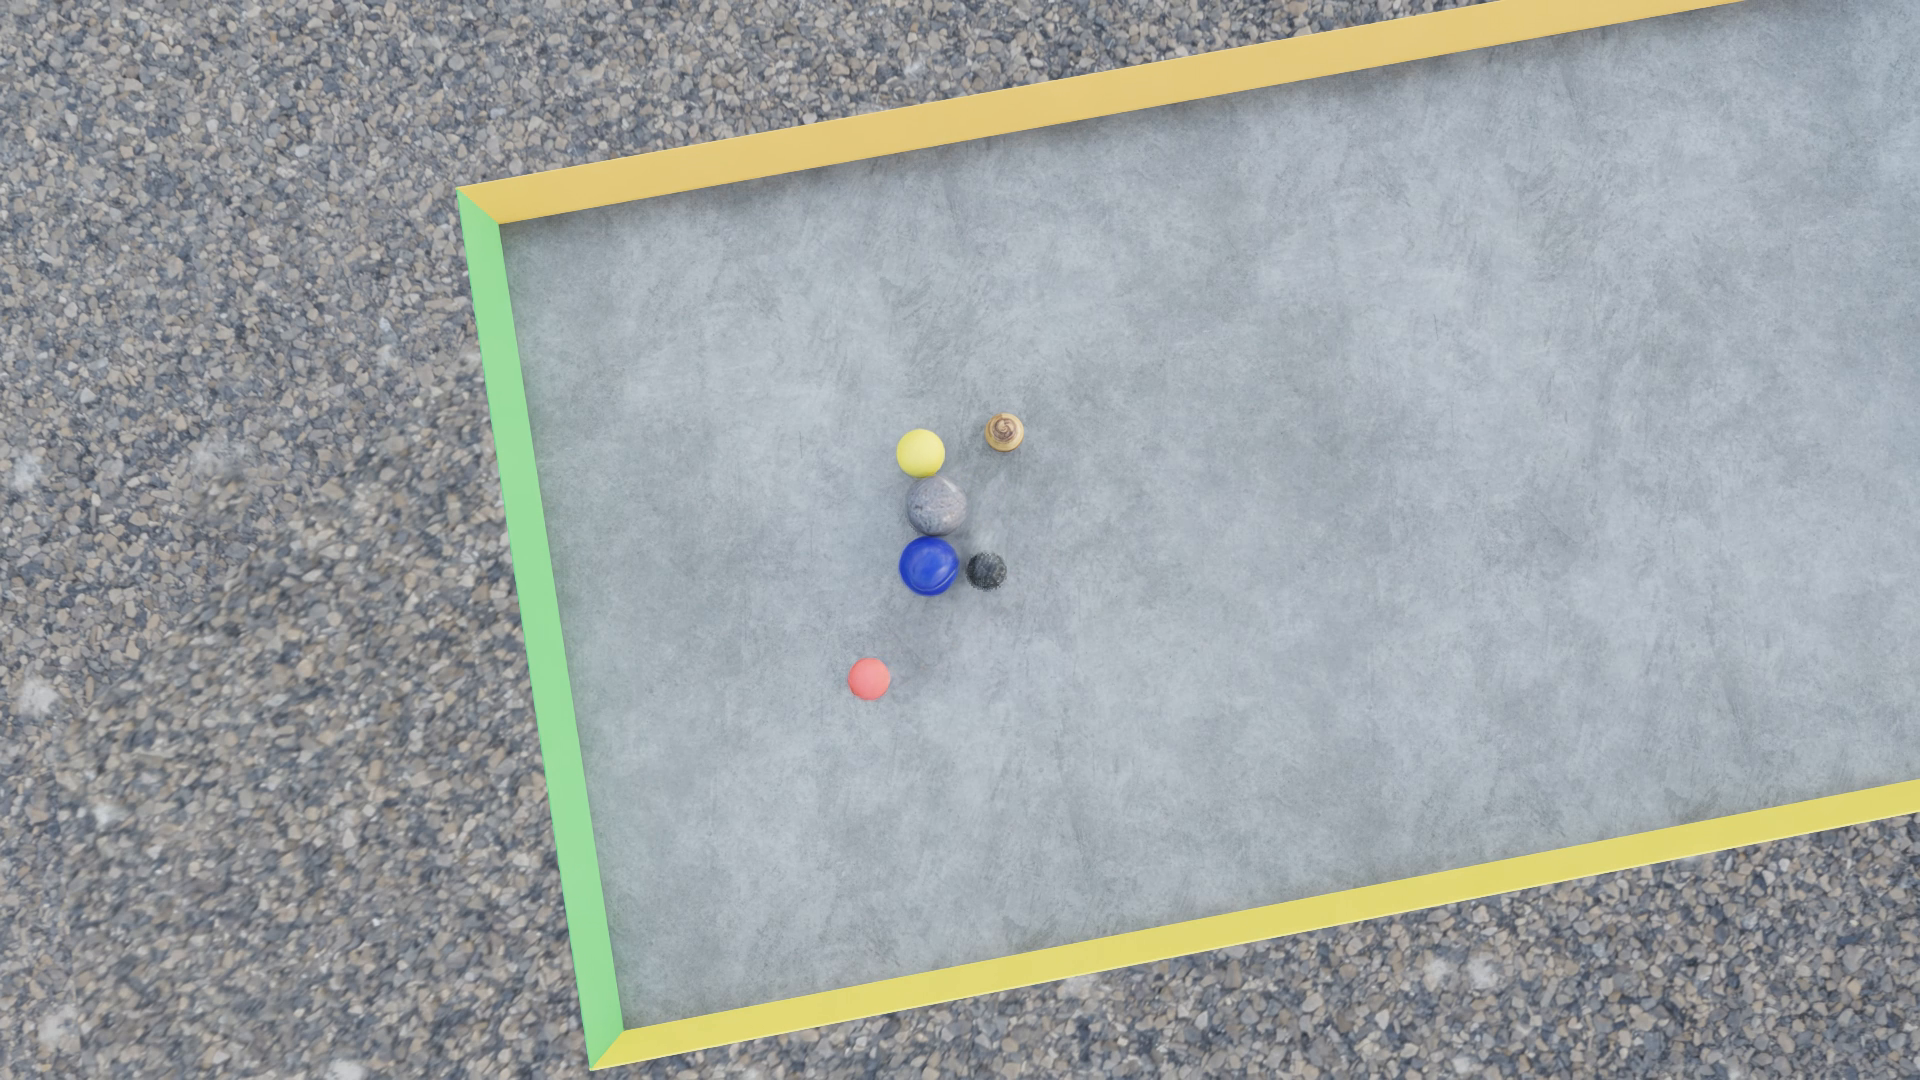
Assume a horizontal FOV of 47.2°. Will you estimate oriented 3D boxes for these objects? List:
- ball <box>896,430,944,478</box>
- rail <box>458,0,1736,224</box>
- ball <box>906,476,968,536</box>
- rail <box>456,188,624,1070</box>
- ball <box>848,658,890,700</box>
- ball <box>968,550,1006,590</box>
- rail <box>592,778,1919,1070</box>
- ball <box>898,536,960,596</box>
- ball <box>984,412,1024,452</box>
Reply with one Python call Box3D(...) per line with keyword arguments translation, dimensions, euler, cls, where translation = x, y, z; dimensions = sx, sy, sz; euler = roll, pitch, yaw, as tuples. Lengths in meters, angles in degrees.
Box3D(translation=(-0.060, -0.130, 3.330), dimensions=(0.074, 0.074, 0.074), euler=(0, 78, 0), cls="ball")
Box3D(translation=(0.520, -0.738, 3.433), dimensions=(2.605, 0.120, 0.045), euler=(-11, 78, -2), cls="rail")
Box3D(translation=(-0.035, -0.051, 3.304), dimensions=(0.092, 0.092, 0.092), euler=(0, 78, 0), cls="ball")
Box3D(translation=(-0.616, 0.110, 3.254), dimensions=(0.045, 0.120, 1.325), euler=(-11, 78, -2), cls="rail")
Box3D(translation=(-0.135, 0.206, 3.265), dimensions=(0.063, 0.063, 0.063), euler=(0, 78, 0), cls="ball")
Box3D(translation=(0.040, 0.045, 3.300), dimensions=(0.059, 0.059, 0.059), euler=(0, 78, 0), cls="ball")
Box3D(translation=(0.759, 0.490, 3.175), dimensions=(2.605, 0.120, 0.045), euler=(-11, 78, -2), cls="rail")
Box3D(translation=(-0.046, 0.038, 3.286), dimensions=(0.090, 0.090, 0.090), euler=(0, 78, 0), cls="ball")
Box3D(translation=(0.068, -0.163, 3.343), dimensions=(0.060, 0.060, 0.060), euler=(0, 78, 0), cls="ball")
